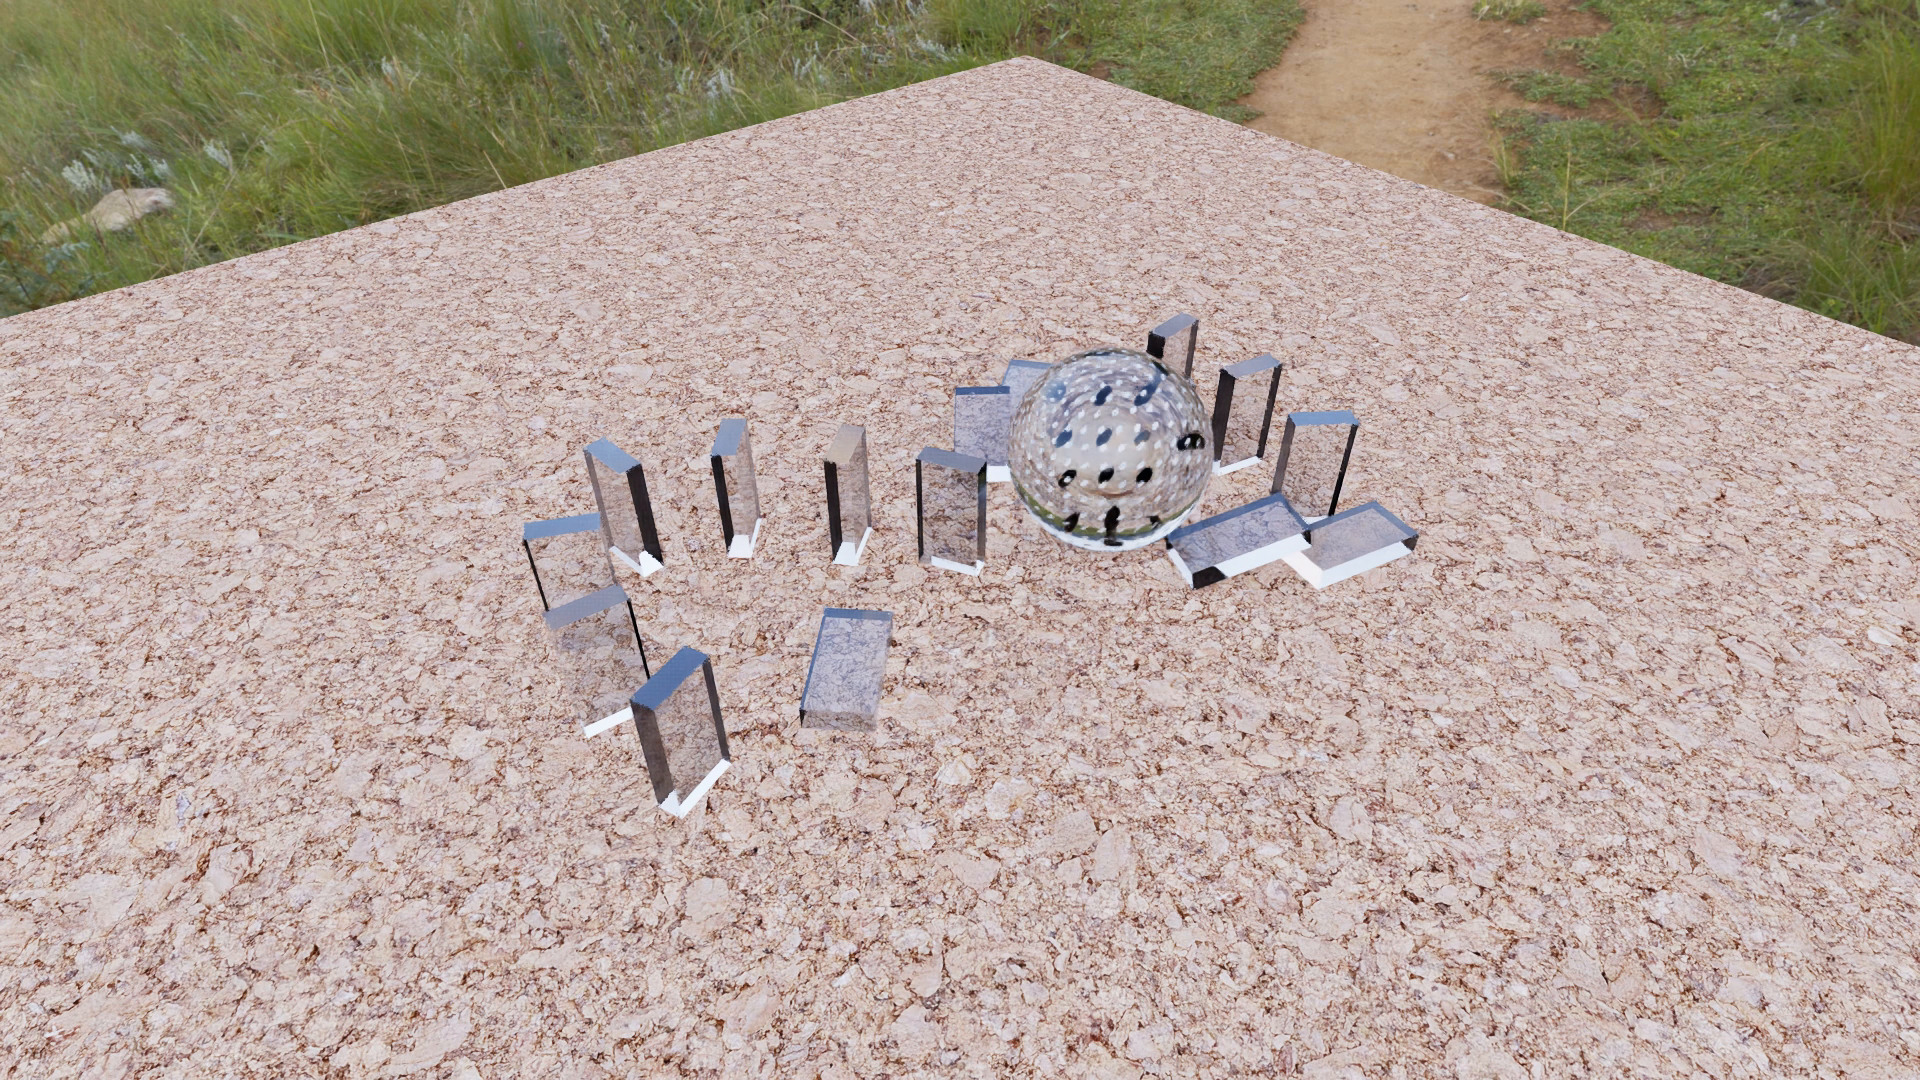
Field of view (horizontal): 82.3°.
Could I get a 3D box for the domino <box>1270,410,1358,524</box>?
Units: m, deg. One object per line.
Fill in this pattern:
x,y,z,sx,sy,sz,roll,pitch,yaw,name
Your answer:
0.142,-0.028,0.446,0.025,0.050,0.010,-3,39,-3,domino

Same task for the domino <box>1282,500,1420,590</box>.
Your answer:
0.156,0.001,0.442,0.050,0.010,0.025,-18,43,-21,domino

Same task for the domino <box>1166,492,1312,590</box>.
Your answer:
0.110,0.000,0.435,0.050,0.009,0.025,-20,42,-4,domino

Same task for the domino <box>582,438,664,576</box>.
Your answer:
-0.130,-0.012,0.427,0.025,0.050,0.009,31,48,32,domino

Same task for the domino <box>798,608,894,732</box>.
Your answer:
-0.039,0.045,0.388,0.025,0.010,0.050,3,39,4,domino

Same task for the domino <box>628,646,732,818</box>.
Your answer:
-0.085,0.060,0.339,0.009,0.050,0.025,19,43,22,domino

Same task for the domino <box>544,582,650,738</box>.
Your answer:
-0.118,0.040,0.362,0.025,0.050,0.010,-24,45,-26,domino

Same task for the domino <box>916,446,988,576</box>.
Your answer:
-0.003,-0.011,0.424,0.025,0.050,0.009,14,41,17,domino

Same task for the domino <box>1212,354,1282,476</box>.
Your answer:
0.123,-0.054,0.477,0.025,0.050,0.009,-18,43,-21,domino

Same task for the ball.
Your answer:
0.059,-0.035,0.431,0.080,0.080,0.080,0,39,0,ball

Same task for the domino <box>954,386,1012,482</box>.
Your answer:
0.010,-0.048,0.493,0.025,0.010,0.050,-1,51,3,domino

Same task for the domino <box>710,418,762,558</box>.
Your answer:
-0.088,-0.020,0.436,0.010,0.050,0.025,1,39,1,domino

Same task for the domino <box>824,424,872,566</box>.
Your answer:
-0.044,-0.017,0.433,0.010,0.050,0.025,7,40,8,domino

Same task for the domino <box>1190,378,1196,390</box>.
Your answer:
0.086,-0.074,0.534,0.050,0.010,0.025,-8,40,-10,domino

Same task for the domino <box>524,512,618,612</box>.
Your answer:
-0.137,0.015,0.394,0.025,0.050,0.009,-9,40,-11,domino

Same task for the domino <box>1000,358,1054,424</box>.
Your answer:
0.032,-0.069,0.528,0.025,0.010,0.050,9,40,10,domino

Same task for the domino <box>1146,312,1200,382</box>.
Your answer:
0.095,-0.076,0.504,0.009,0.050,0.025,31,48,32,domino
